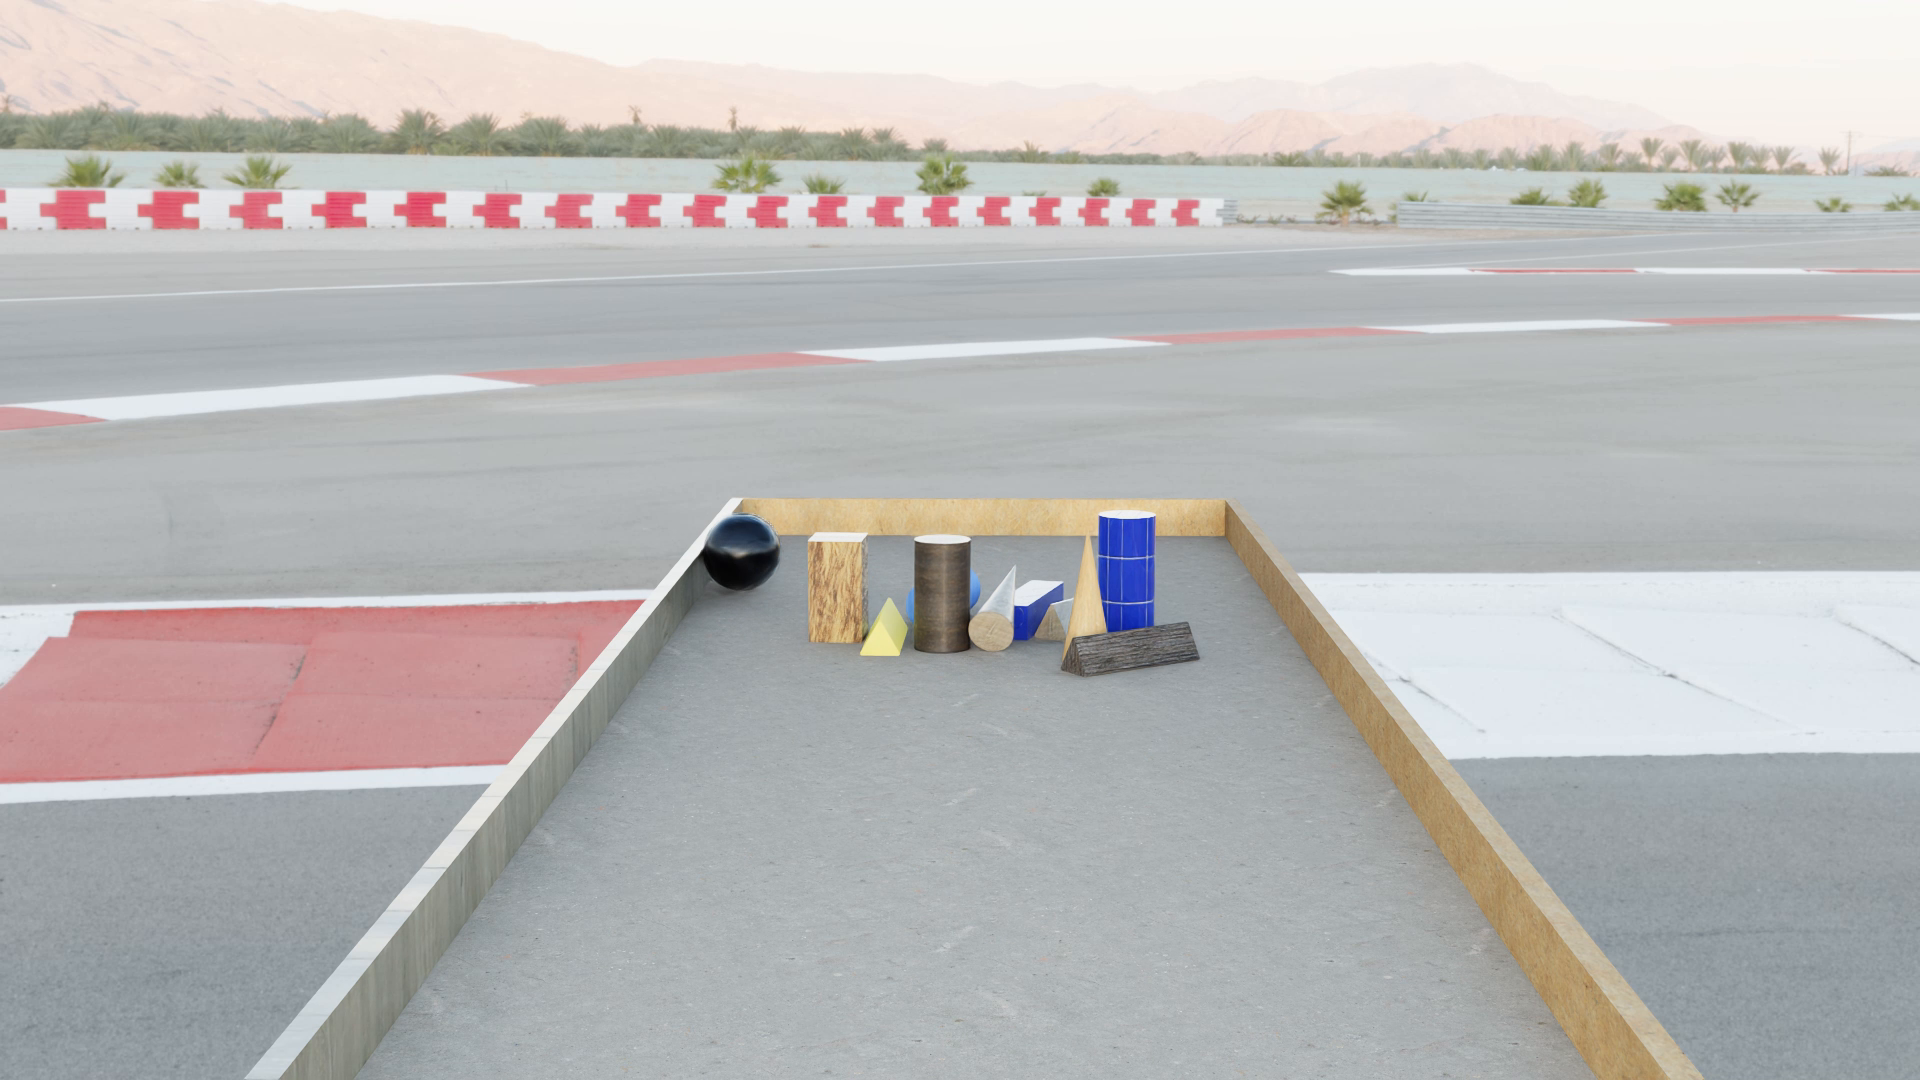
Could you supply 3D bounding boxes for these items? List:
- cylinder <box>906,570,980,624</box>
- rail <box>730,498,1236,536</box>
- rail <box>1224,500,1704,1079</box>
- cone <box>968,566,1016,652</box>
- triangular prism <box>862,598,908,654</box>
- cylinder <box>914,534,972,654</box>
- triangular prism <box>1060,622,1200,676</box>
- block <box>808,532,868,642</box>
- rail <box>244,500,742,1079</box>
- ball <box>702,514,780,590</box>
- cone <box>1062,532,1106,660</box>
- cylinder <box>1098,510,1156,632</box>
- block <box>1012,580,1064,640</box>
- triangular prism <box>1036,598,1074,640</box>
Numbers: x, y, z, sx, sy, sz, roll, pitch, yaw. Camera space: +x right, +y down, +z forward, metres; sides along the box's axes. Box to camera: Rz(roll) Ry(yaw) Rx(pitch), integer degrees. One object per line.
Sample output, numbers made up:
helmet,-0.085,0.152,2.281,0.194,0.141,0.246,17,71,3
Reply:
cylinder,-0.053,0.189,7.278,0.169,0.169,0.344,2,9,14
rail,0.099,-0.098,9.147,2.100,0.150,0.050,0,9,1
rail,1.046,0.843,3.208,0.050,0.150,12.000,0,9,1
cone,0.139,0.181,6.970,0.142,0.142,0.420,2,30,12
triangular prism,-0.238,0.270,6.955,0.120,0.104,0.397,0,9,2
cylinder,-0.055,0.167,6.852,0.176,0.345,0.176,0,9,0
triangular prism,0.516,0.322,6.621,0.436,0.107,0.123,-6,11,-34
block,-0.387,0.151,7.018,0.169,0.325,0.169,1,9,5
rail,-1.004,0.839,3.234,0.050,0.150,12.000,0,9,1
ball,-0.780,0.044,7.851,0.276,0.276,0.276,0,9,0
cone,0.388,0.161,6.681,0.153,0.410,0.153,0,9,0
cylinder,0.524,0.122,6.932,0.180,0.410,0.180,0,9,0
block,0.228,0.228,7.214,0.112,0.112,0.456,3,9,17
triangular prism,0.420,0.232,7.170,0.129,0.112,0.432,7,11,36
